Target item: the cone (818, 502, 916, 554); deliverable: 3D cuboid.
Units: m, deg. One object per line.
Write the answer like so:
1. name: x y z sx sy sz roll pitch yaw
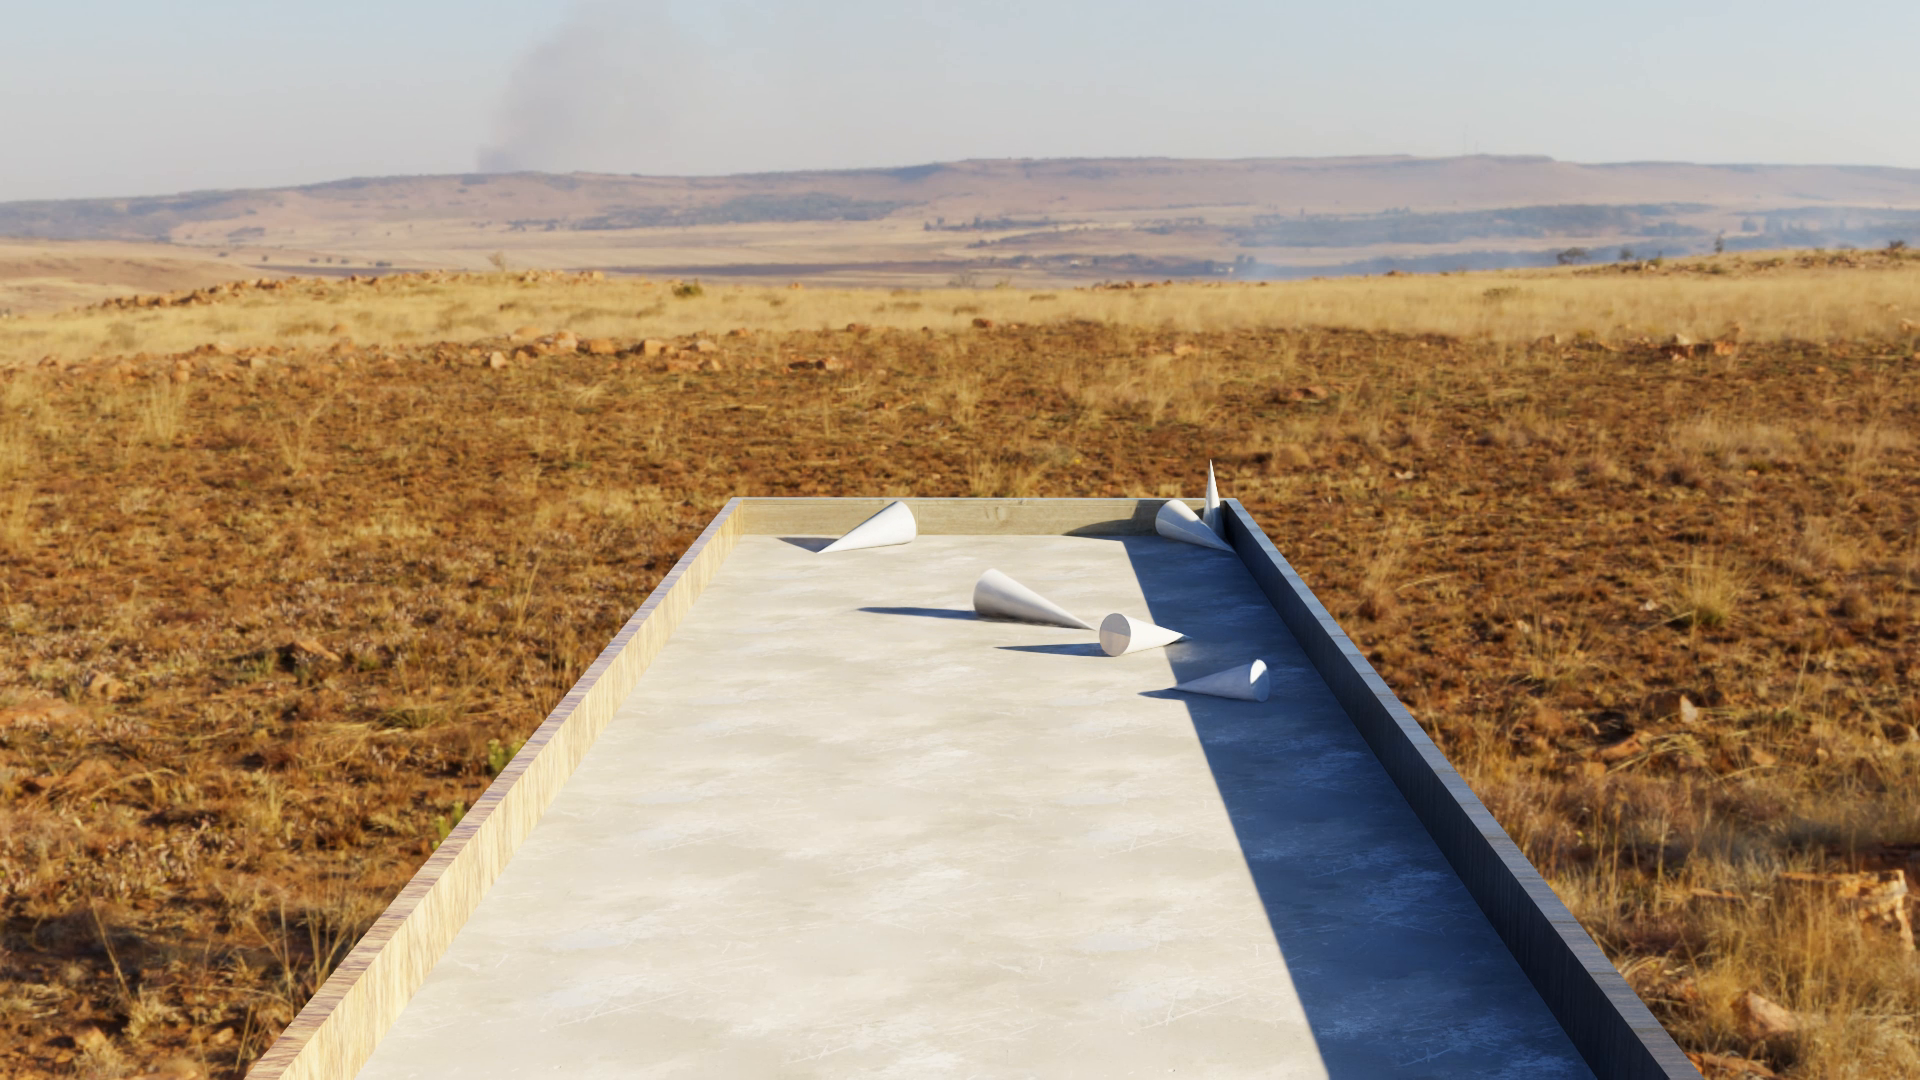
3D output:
1. cone: -0.399 -0.009 8.787 0.425 0.179 0.179 -21 19 -33

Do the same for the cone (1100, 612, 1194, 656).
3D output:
1. cone: 0.614 0.303 6.890 0.384 0.133 0.133 5 3 -44

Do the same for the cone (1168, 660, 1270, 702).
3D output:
1. cone: 0.715 0.411 6.232 0.300 0.117 0.117 -7 4 33

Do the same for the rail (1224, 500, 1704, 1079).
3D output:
1. rail: 1.046 0.843 3.208 0.050 0.150 12.000 0 9 1

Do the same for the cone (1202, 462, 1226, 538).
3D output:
1. cone: 1.035 -0.172 9.036 0.106 0.324 0.106 -3 12 1

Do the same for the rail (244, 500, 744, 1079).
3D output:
1. rail: -1.004 0.839 3.234 0.050 0.150 12.000 0 9 1

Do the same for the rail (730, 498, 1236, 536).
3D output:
1. rail: 0.099 -0.098 9.147 2.100 0.150 0.050 0 9 1

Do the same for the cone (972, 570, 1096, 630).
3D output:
1. cone: 0.271 0.235 7.277 0.457 0.159 0.159 19 18 35

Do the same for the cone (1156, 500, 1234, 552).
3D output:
1. cone: 0.982 -0.017 8.858 0.164 0.164 0.444 -5 21 -30
